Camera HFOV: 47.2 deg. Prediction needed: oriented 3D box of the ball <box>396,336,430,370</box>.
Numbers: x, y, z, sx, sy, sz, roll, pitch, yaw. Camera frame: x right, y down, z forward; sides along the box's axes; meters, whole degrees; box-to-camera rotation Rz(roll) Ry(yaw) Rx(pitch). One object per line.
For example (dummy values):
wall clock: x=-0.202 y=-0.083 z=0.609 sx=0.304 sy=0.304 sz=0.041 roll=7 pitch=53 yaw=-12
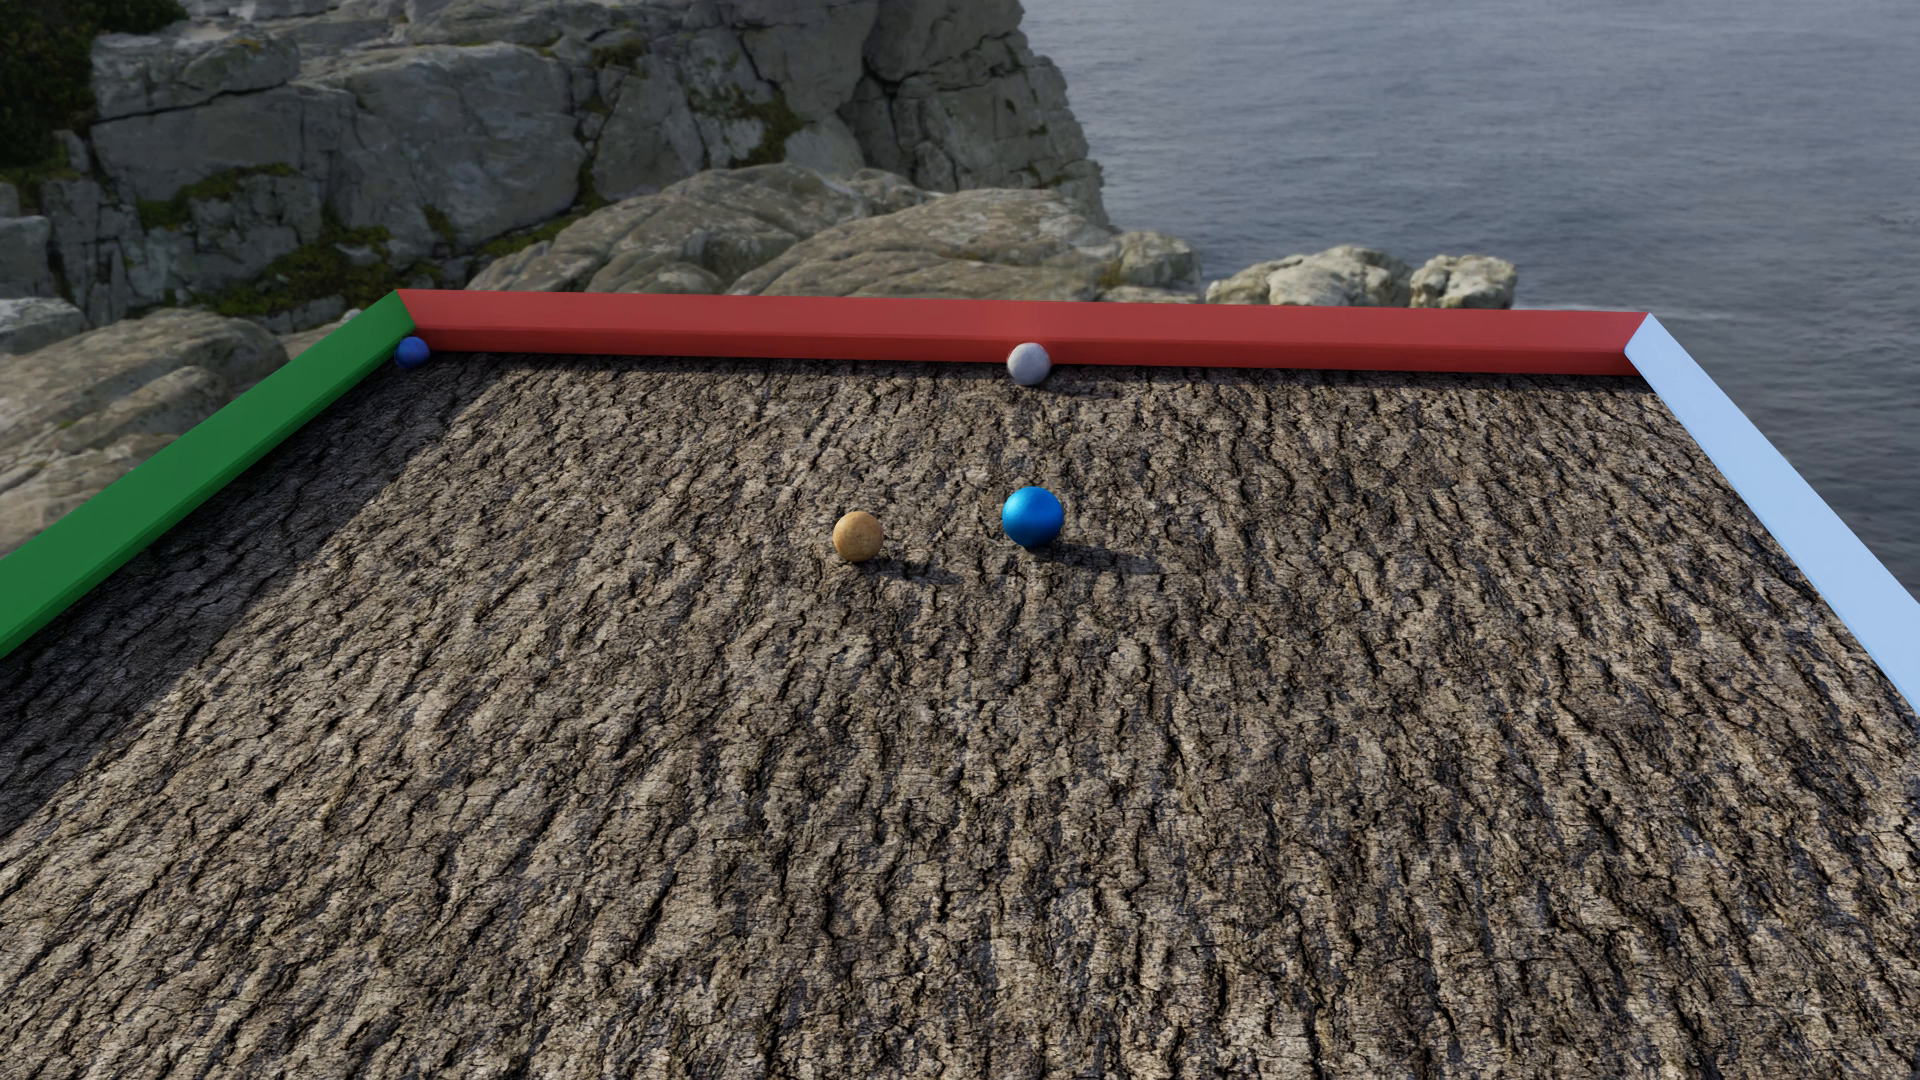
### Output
ball: x=-0.870 y=-0.298 z=3.496 sx=0.053 sy=0.053 sz=0.053 roll=0 pitch=19 yaw=0

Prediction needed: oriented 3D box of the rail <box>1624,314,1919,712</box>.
rail: x=0.899 y=0.325 z=1.642 sx=0.045 sy=0.101 sz=3.847 roll=2 pitch=19 yaw=4

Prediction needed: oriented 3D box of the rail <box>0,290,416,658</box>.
rail: x=-1.055 y=0.272 z=1.792 sx=0.045 sy=0.101 sz=3.847 roll=2 pitch=19 yaw=4

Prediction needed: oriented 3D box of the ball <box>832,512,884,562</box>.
ball: x=-0.122 y=-0.004 z=2.642 sx=0.062 sy=0.062 sz=0.062 roll=0 pitch=19 yaw=0

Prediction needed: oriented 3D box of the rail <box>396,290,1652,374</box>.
rail: x=0.076 y=-0.327 z=3.504 sx=2.008 sy=0.101 sz=0.045 roll=2 pitch=19 yaw=4

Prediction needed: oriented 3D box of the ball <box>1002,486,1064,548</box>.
ball: x=0.089 y=-0.028 z=2.690 sx=0.075 sy=0.075 sz=0.075 roll=0 pitch=19 yaw=0

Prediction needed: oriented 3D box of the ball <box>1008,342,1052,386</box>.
ball: x=0.108 y=-0.272 z=3.402 sx=0.067 sy=0.067 sz=0.067 roll=0 pitch=19 yaw=0
